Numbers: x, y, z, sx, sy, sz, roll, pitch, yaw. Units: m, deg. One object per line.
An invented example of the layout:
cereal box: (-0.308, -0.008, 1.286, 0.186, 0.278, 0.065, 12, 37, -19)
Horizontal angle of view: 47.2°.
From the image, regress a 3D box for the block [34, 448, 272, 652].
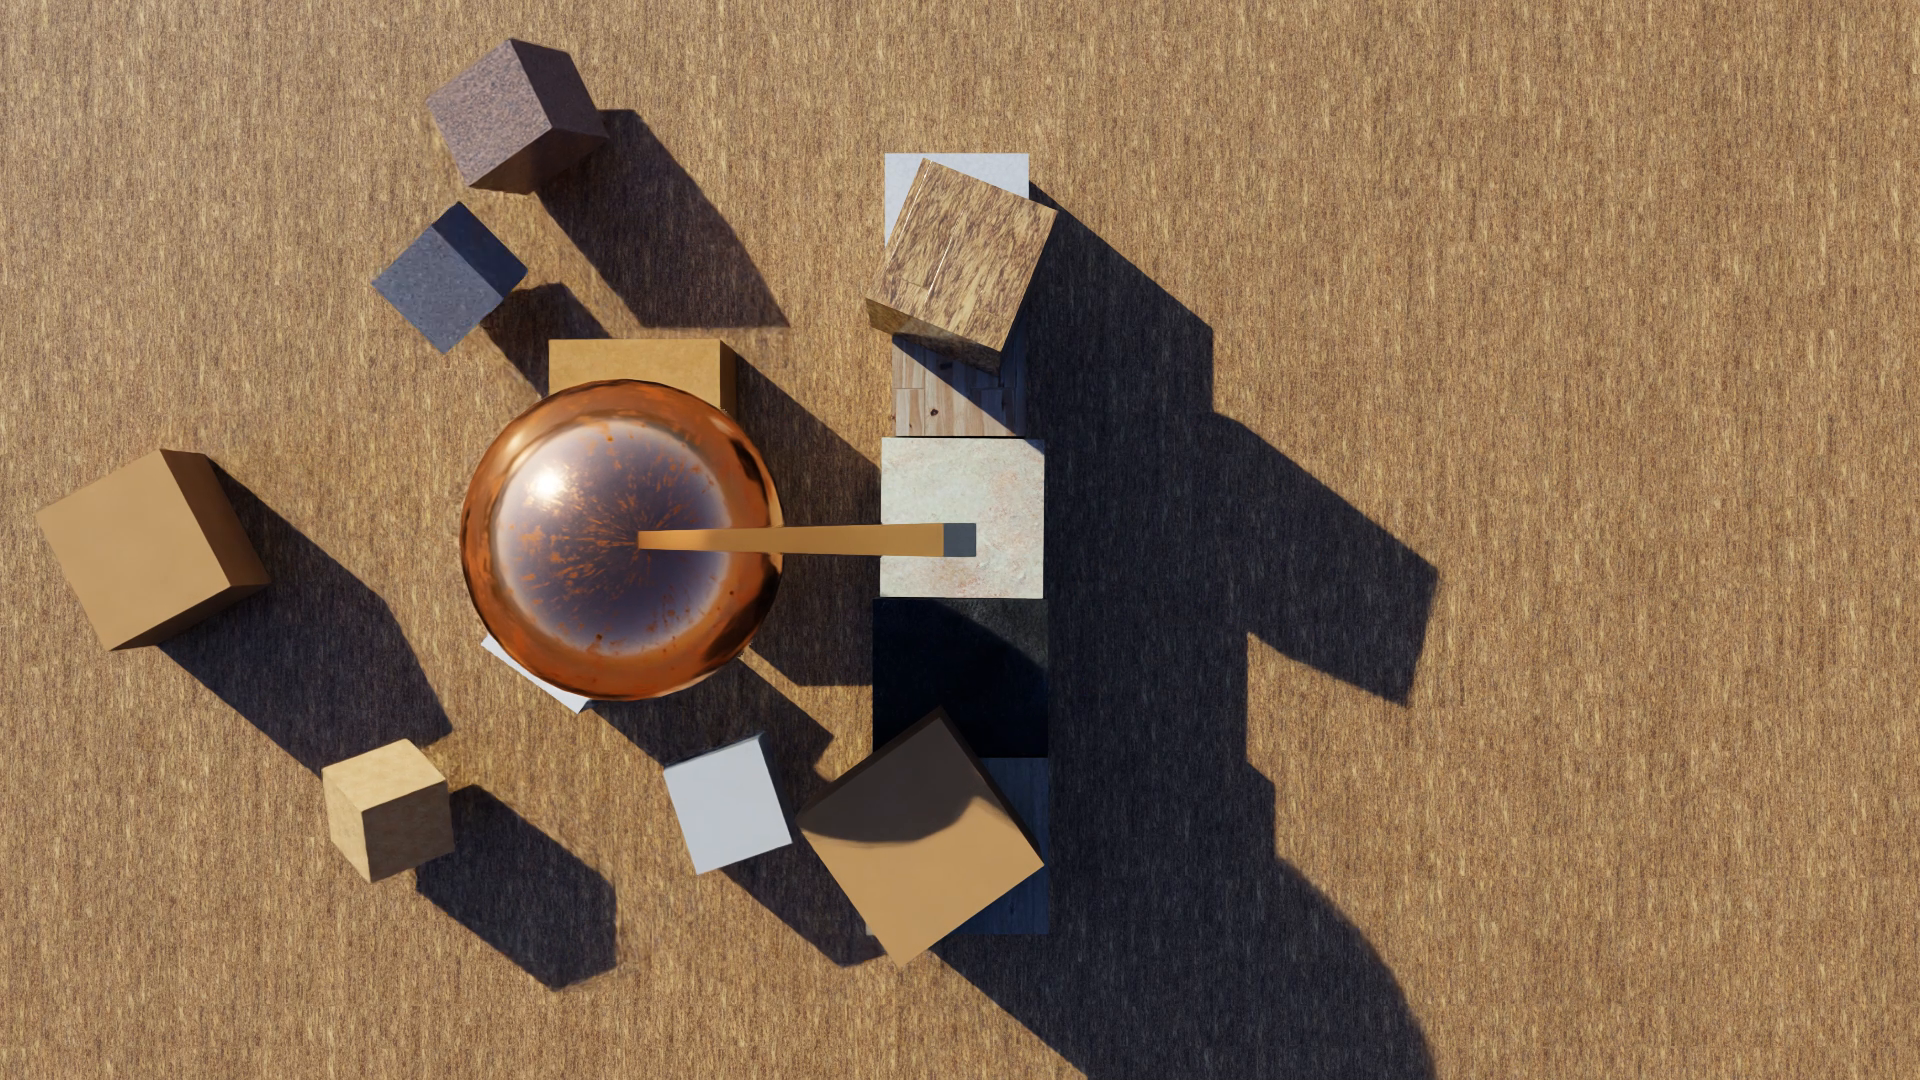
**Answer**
block: (-4.612, 0.057, 12.629, 0.785, 0.741, 0.867, -28, 90, 0)

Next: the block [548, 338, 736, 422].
block: (-1.791, -0.647, 12.553, 0.940, 0.893, 0.918, 0, 90, 0)

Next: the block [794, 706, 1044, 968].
block: (-0.207, 1.536, 11.568, 0.906, 0.841, 0.920, -35, 90, 0)

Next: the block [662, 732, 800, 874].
block: (-1.318, 1.512, 12.726, 0.570, 0.548, 0.620, -19, 90, 0)

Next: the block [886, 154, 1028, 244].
block: (-0.017, -1.777, 12.616, 0.799, 0.767, 0.747, 0, 90, 0)

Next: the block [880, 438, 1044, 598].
block: (0.013, -0.122, 12.574, 0.899, 0.852, 0.879, 1, 90, 0)

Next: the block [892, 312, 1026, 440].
block: (-0.006, -0.985, 12.592, 0.740, 0.815, 0.816, 0, 90, 0)

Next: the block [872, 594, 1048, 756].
block: (0.002, 0.752, 12.525, 0.961, 0.951, 0.855, 0, 90, 0)

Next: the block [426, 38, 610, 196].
block: (-2.523, -2.406, 12.568, 0.644, 0.609, 0.572, -29, 83, 21)

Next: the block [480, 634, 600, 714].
block: (-2.200, 0.479, 12.664, 0.668, 0.672, 0.742, 35, 90, 0)

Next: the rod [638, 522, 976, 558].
rod: (-0.719, 0.000, 7.619, 0.080, 5.200, 0.080, 0, 90, -16)

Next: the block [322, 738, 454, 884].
block: (-3.262, 1.543, 12.563, 0.520, 0.510, 0.499, -20, 125, -33)

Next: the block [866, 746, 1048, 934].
block: (-0.015, 1.670, 12.494, 0.999, 1.012, 0.962, 0, 90, 0)

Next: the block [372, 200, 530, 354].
block: (-2.889, -1.496, 12.505, 0.498, 0.600, 0.558, -39, 105, 17)

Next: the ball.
ball: (-1.659, 0.000, 10.886, 1.600, 1.600, 1.600, 0, 90, 0)

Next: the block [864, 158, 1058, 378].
block: (0.009, -1.442, 11.780, 0.757, 0.814, 0.796, 22, 85, 2)
